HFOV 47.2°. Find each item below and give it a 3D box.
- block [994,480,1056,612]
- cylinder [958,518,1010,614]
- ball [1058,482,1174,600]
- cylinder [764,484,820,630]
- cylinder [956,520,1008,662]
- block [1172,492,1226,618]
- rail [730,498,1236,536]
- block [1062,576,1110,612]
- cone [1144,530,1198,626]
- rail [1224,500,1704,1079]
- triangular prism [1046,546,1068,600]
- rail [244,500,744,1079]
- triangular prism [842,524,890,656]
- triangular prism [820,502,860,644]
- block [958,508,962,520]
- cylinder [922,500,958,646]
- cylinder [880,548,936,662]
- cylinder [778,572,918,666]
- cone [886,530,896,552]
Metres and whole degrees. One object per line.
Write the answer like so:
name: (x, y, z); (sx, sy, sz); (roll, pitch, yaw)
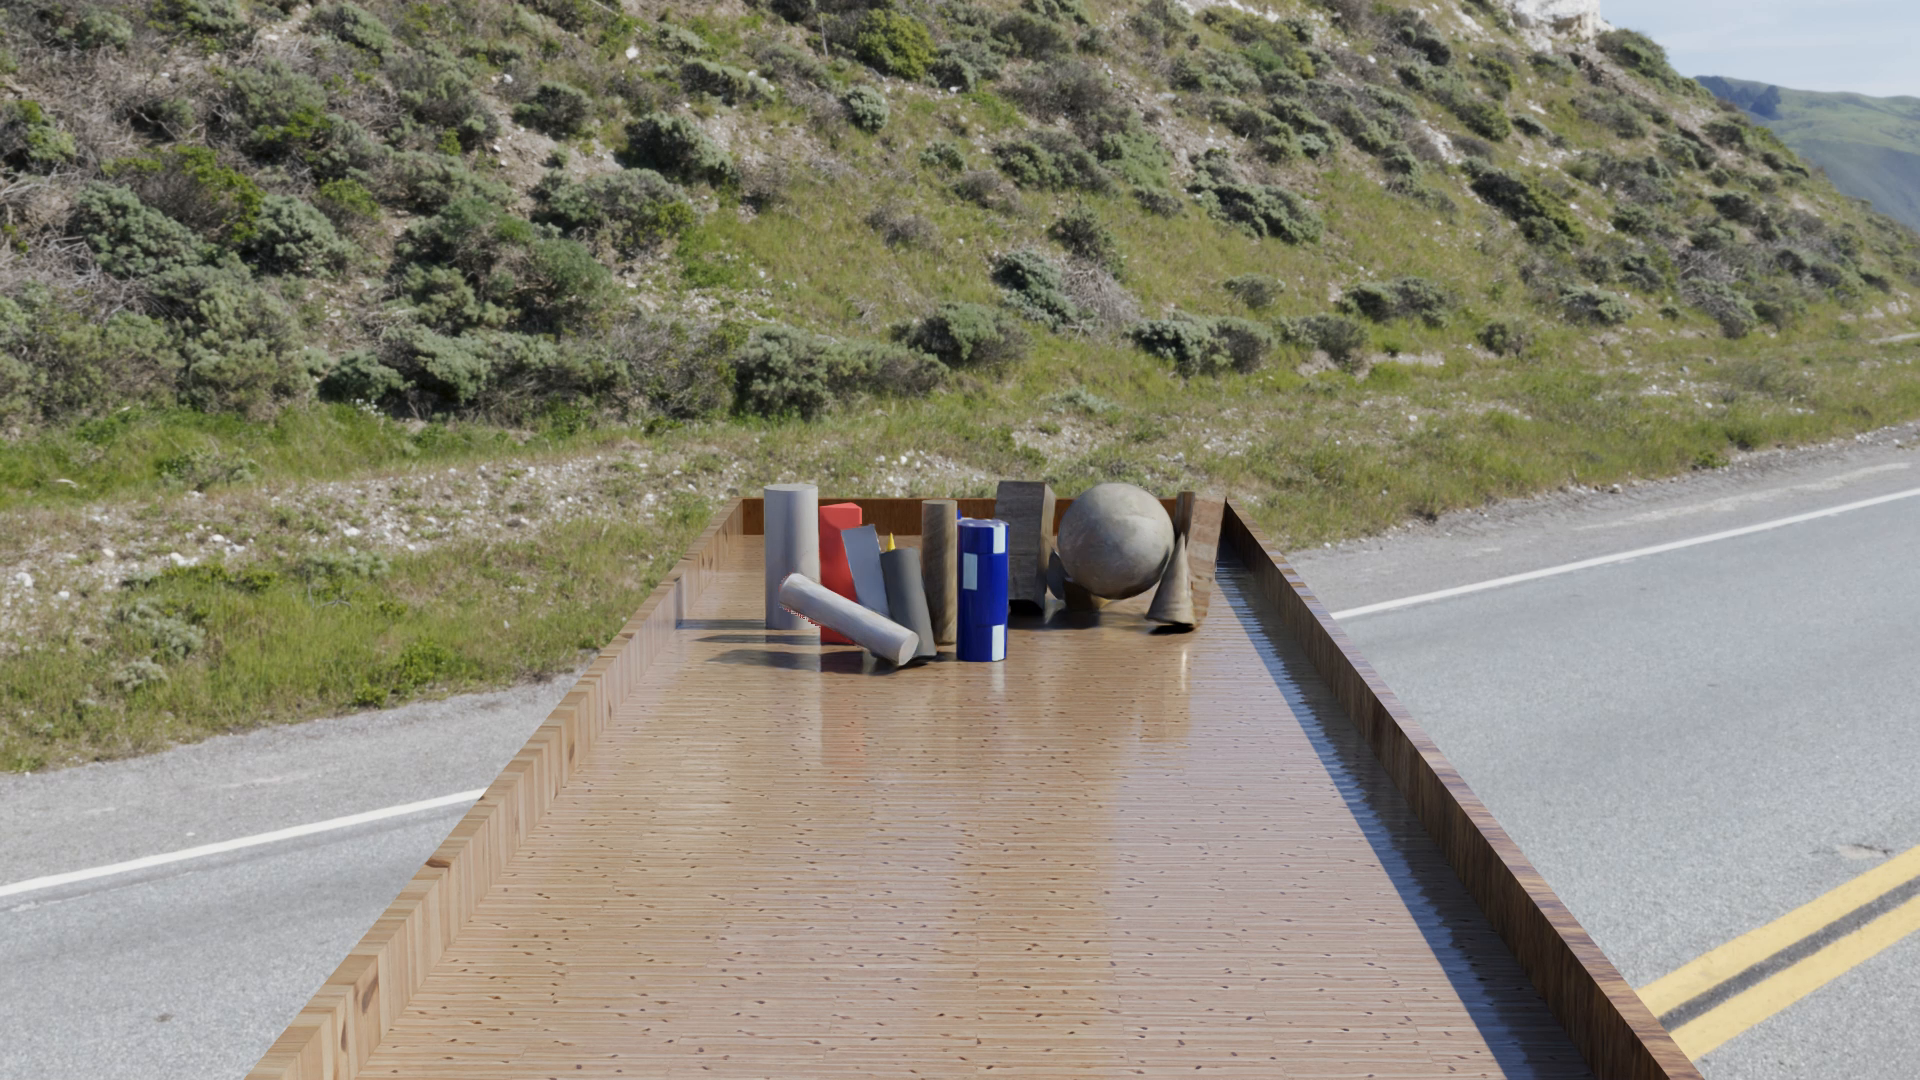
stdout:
block: (0.207, 0.022, 7.459); (0.165, 0.410, 0.165); (3, -15, 16)
cylinder: (0.049, 0.107, 7.246); (0.140, 0.140, 0.348); (-4, 53, -23)
ball: (0.517, 0.003, 7.291); (0.389, 0.389, 0.389); (0, 9, 0)
cylinder: (-0.552, 0.053, 7.209); (0.177, 0.458, 0.177); (0, 9, 0)
cylinder: (0.068, 0.154, 6.709); (0.156, 0.414, 0.156); (1, 9, 0)
block: (0.773, 0.049, 7.327); (0.115, 0.405, 0.115); (10, -2, -25)
rail: (0.099, -0.098, 9.147); (2.100, 0.150, 0.050); (0, 9, 1)
block: (0.506, 0.133, 7.593); (0.108, 0.108, 0.368); (3, 20, 37)
cone: (0.707, 0.116, 7.173); (0.173, 0.310, 0.173); (8, -5, 1)
rail: (1.046, 0.843, 3.208); (0.050, 0.150, 12.000); (0, 9, 1)
triangular prism: (0.278, 0.039, 7.710); (0.104, 0.090, 0.402); (10, 34, -54)
rail: (-1.004, 0.839, 3.234); (0.050, 0.150, 12.000); (0, 9, 1)
triangular prism: (-0.279, 0.159, 6.727); (0.107, 0.394, 0.093); (-12, -6, -21)
triangular prism: (-0.362, 0.103, 6.982); (0.136, 0.432, 0.118); (2, 9, 14)
block: (-0.018, 0.076, 7.417); (0.101, 0.360, 0.101); (-2, -30, -28)
cylinder: (-0.064, 0.102, 6.924); (0.112, 0.451, 0.112); (0, 9, 0)
cylinder: (-0.158, 0.197, 6.651); (0.118, 0.330, 0.118); (-10, -8, -1)
cylinder: (-0.336, 0.236, 6.602); (0.440, 0.107, 0.107); (26, 19, 23)
cone: (-0.226, 0.125, 7.211); (0.142, 0.316, 0.142); (0, 9, 0)
